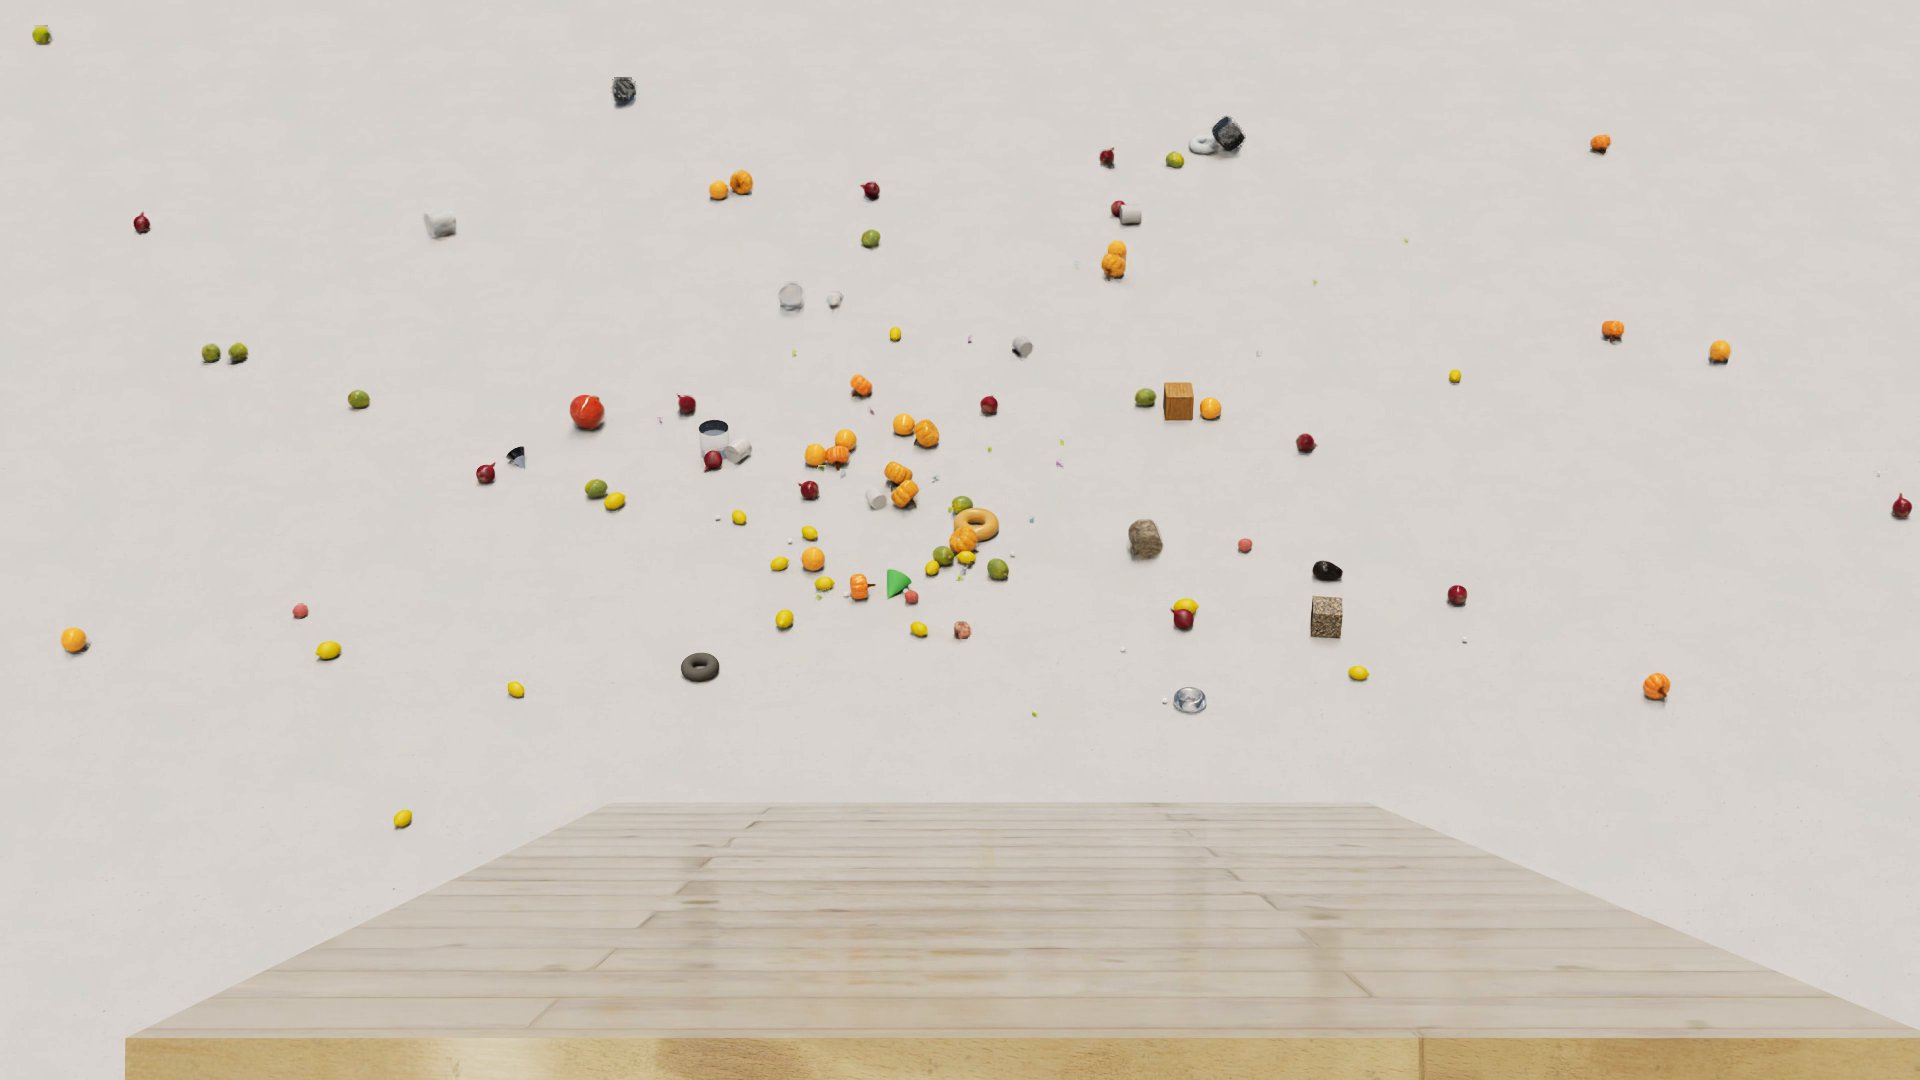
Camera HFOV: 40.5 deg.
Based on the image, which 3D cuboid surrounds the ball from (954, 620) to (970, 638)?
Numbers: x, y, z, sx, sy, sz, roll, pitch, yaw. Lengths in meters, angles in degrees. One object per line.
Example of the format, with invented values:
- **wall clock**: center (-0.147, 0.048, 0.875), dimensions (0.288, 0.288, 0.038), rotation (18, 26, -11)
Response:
- **ball**: center (0.006, 0.259, 7.562), dimensions (0.050, 0.050, 0.050), rotation (0, 36, 0)

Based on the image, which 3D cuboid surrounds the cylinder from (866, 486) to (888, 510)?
- **cylinder**: center (-0.261, -0.131, 8.104), dimensions (0.052, 0.052, 0.052), rotation (-16, 39, -21)

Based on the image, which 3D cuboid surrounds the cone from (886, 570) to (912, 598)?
- **cone**: center (-0.198, 0.143, 7.735), dimensions (0.082, 0.082, 0.082), rotation (17, 66, 22)

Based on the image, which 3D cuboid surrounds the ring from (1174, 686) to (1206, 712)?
- **ring**: center (0.647, 0.449, 7.315), dimensions (0.095, 0.032, 0.095), rotation (-1, 36, 1)

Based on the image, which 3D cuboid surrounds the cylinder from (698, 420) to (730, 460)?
- **cylinder**: center (-0.787, -0.320, 8.330), dimensions (0.095, 0.095, 0.095), rotation (0, 36, 0)

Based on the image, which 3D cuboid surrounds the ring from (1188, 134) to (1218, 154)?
- **ring**: center (0.945, -1.533, 10.067), dimensions (0.117, 0.039, 0.117), rotation (0, 37, 0)

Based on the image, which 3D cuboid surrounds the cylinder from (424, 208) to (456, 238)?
- **cylinder**: center (-1.900, -1.159, 9.505), dimensions (0.088, 0.088, 0.088), rotation (-20, 40, -25)

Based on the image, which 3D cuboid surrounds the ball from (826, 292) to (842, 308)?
- **ball**: center (-0.441, -0.840, 9.092), dimensions (0.052, 0.052, 0.052), rotation (0, 36, 0)

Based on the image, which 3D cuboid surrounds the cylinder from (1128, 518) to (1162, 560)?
- **cylinder**: center (0.562, -0.003, 7.894), dimensions (0.089, 0.089, 0.089), rotation (-5, 36, -8)

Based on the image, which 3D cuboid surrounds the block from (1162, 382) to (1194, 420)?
- **block**: center (0.716, -0.455, 8.522), dimensions (0.090, 0.090, 0.090), rotation (-1, 36, -1)

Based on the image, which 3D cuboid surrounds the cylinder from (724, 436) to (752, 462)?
- **cylinder**: center (-0.709, -0.289, 8.314), dimensions (0.063, 0.063, 0.063), rotation (23, 42, 29)

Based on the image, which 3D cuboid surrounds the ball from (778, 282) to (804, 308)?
- **ball**: center (-0.589, -0.852, 9.076), dimensions (0.090, 0.090, 0.090), rotation (0, 36, 0)

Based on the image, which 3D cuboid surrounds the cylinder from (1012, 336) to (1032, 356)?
- **cylinder**: center (0.212, -0.661, 8.841), dimensions (0.053, 0.053, 0.053), rotation (-16, 39, -21)

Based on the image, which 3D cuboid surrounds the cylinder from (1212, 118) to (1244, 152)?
- **cylinder**: center (1.034, -1.567, 10.038), dimensions (0.091, 0.091, 0.091), rotation (-30, 33, 22)

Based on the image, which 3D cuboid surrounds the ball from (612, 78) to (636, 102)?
- **ball**: center (-1.344, -1.796, 10.383), dimensions (0.097, 0.097, 0.097), rotation (0, 36, 0)

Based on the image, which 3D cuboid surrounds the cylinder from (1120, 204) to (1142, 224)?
- **cylinder**: center (0.628, -1.202, 9.580), dimensions (0.070, 0.070, 0.070), rotation (-3, 36, -7)

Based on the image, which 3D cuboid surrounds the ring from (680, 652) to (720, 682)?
- **ring**: center (-0.743, 0.363, 7.430), dimensions (0.110, 0.037, 0.110), rotation (-1, 36, 1)

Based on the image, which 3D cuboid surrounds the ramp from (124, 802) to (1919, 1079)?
- **ramp**: center (0.079, 0.671, 4.865), dimensions (2.000, 0.100, 4.000), rotation (0, -2, 0)

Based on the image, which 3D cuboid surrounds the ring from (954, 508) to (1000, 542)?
- **ring**: center (0.050, -0.048, 7.993), dimensions (0.142, 0.047, 0.142), rotation (0, 37, 0)

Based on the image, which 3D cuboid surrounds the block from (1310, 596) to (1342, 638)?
- **block**: center (1.069, 0.225, 7.579), dimensions (0.086, 0.086, 0.086), rotation (3, 36, 5)
